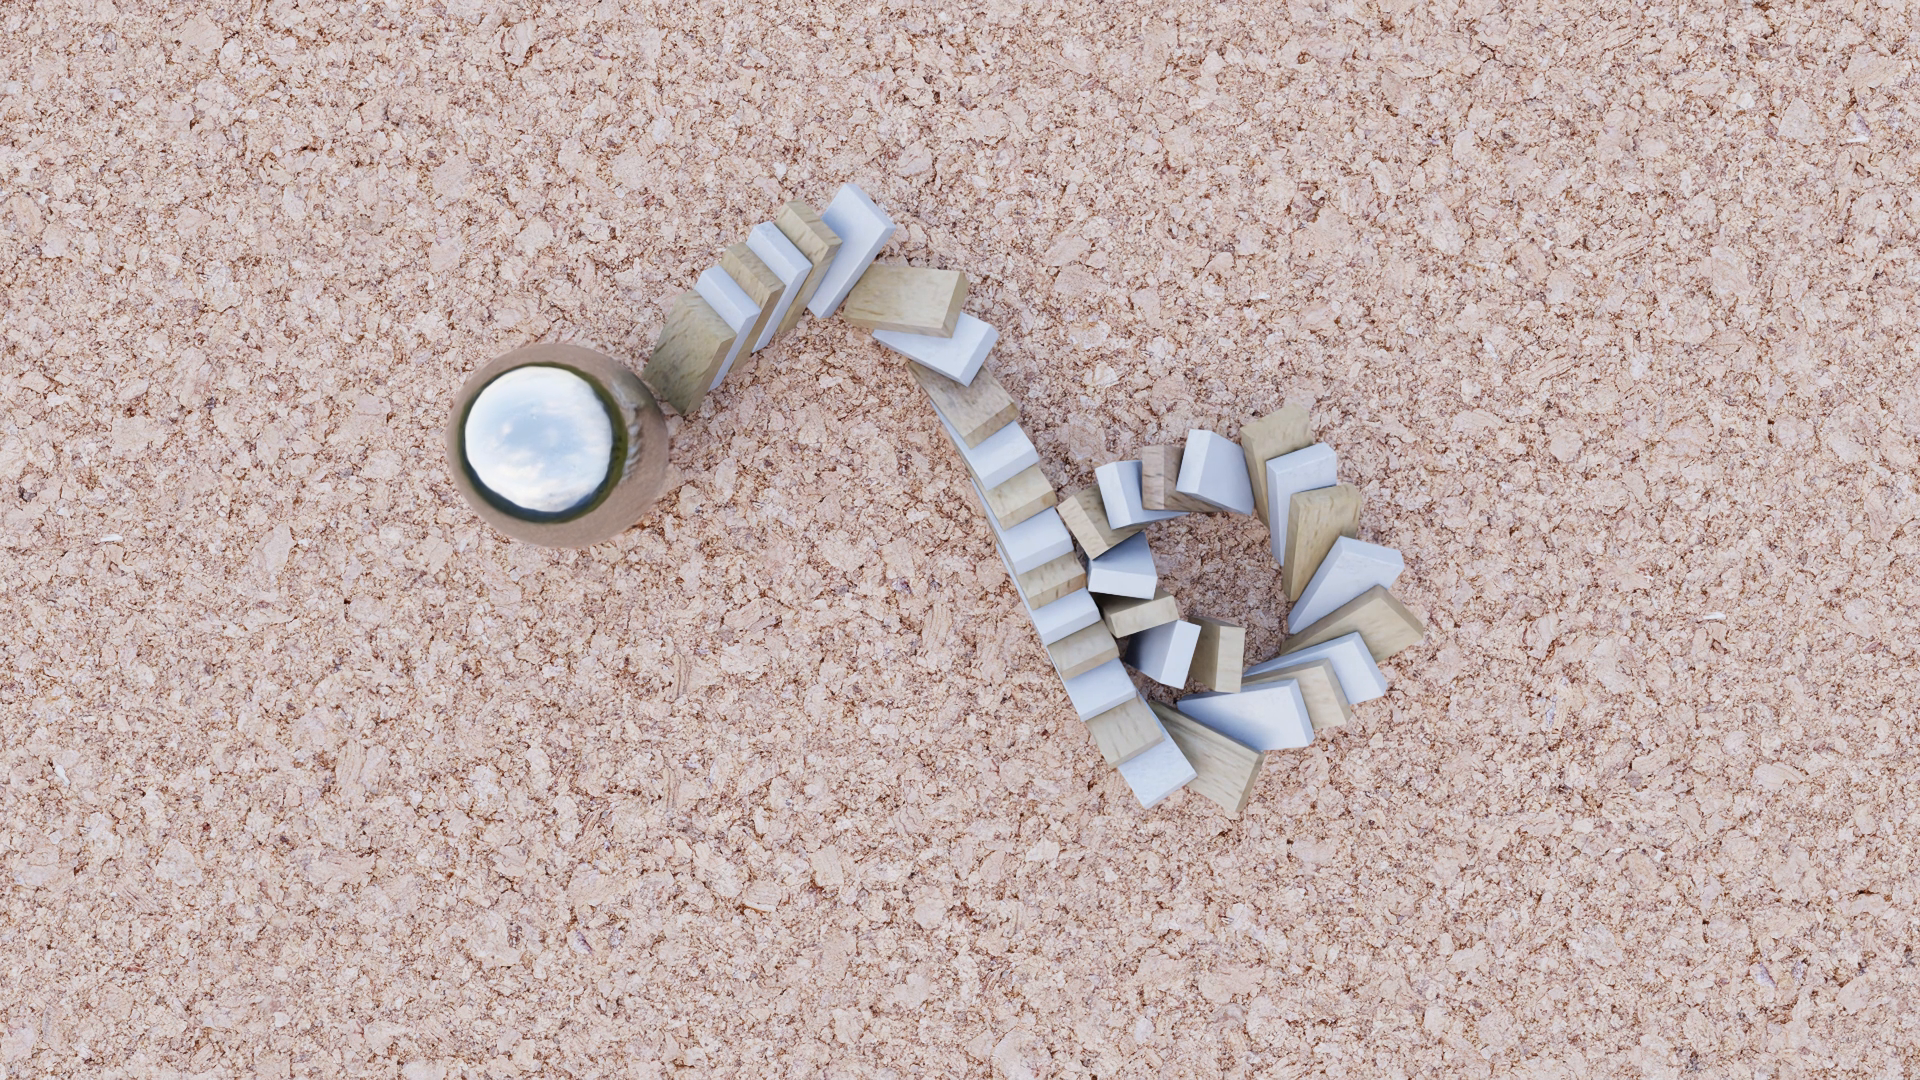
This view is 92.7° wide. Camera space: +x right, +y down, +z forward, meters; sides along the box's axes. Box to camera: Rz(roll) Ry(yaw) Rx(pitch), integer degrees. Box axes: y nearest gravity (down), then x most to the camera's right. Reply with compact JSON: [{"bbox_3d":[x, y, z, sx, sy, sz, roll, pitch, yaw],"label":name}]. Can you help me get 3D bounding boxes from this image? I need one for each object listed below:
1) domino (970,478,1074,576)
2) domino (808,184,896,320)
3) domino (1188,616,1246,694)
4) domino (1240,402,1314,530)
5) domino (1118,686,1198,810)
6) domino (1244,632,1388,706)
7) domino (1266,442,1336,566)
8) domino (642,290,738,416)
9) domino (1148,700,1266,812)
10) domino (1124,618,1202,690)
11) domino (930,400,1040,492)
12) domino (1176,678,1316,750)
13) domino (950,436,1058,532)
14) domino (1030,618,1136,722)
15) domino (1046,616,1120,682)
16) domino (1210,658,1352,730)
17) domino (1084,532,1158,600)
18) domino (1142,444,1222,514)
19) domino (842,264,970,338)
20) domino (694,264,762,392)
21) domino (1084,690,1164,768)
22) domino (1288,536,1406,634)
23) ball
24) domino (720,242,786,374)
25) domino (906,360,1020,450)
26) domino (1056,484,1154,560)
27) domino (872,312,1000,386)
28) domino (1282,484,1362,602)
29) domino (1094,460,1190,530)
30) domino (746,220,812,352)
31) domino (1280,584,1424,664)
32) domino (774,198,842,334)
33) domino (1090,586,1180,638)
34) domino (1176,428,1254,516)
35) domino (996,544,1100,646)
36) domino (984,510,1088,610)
[{"bbox_3d":[0.025,-0.011,0.381,0.025,0.009,0.050,-25,52,-1],"label":"domino"},{"bbox_3d":[-0.051,-0.120,0.383,0.025,0.010,0.050,48,119,4],"label":"domino"},{"bbox_3d":[0.103,0.046,0.375,0.009,0.050,0.025,5,90,0],"label":"domino"},{"bbox_3d":[0.134,-0.030,0.381,0.025,0.010,0.050,-26,126,0],"label":"domino"},{"bbox_3d":[0.073,0.083,0.383,0.025,0.009,0.050,-35,59,3],"label":"domino"},{"bbox_3d":[0.147,0.059,0.381,0.050,0.009,0.025,-29,90,39],"label":"domino"},{"bbox_3d":[0.142,-0.014,0.381,0.025,0.009,0.050,-19,128,0],"label":"domino"},{"bbox_3d":[-0.112,-0.076,0.379,0.025,0.009,0.050,46,135,0],"label":"domino"},{"bbox_3d":[0.098,0.089,0.380,0.050,0.009,0.025,24,95,38],"label":"domino"},{"bbox_3d":[0.082,0.043,0.375,0.010,0.050,0.025,16,90,-6],"label":"domino"},{"bbox_3d":[0.010,-0.046,0.382,0.025,0.009,0.050,-31,56,0],"label":"domino"},{"bbox_3d":[0.118,0.074,0.381,0.050,0.009,0.025,-18,90,39],"label":"domino"},{"bbox_3d":[0.018,-0.030,0.382,0.025,0.010,0.050,-29,55,0],"label":"domino"},{"bbox_3d":[0.051,0.048,0.383,0.025,0.009,0.050,-25,60,0],"label":"domino"},{"bbox_3d":[0.044,0.031,0.382,0.025,0.010,0.050,-25,54,0],"label":"domino"},{"bbox_3d":[0.133,0.067,0.381,0.050,0.010,0.025,-23,90,39],"label":"domino"},{"bbox_3d":[0.065,0.008,0.374,0.025,0.050,0.010,8,111,3],"label":"domino"},{"bbox_3d":[0.092,-0.024,0.378,0.009,0.050,0.025,0,90,42],"label":"domino"},{"bbox_3d":[-0.023,-0.100,0.383,0.050,0.009,0.025,14,83,28],"label":"domino"},{"bbox_3d":[-0.103,-0.086,0.379,0.025,0.010,0.050,47,135,-1],"label":"domino"},{"bbox_3d":[0.061,0.067,0.383,0.025,0.009,0.050,-29,60,3],"label":"domino"},{"bbox_3d":[0.159,0.022,0.379,0.025,0.010,0.050,14,133,0],"label":"domino"},{"bbox_3d":[-0.156,-0.037,0.360,0.080,0.080,0.080,0,90,0],"label":"ball"},{"bbox_3d":[-0.093,-0.095,0.379,0.025,0.009,0.050,46,135,1],"label":"domino"},{"bbox_3d":[0.001,-0.063,0.382,0.025,0.009,0.050,-35,57,0],"label":"domino"},{"bbox_3d":[0.062,-0.011,0.376,0.010,0.050,0.025,-38,81,37],"label":"domino"},{"bbox_3d":[-0.011,-0.086,0.384,0.050,0.009,0.025,31,90,29],"label":"domino"},{"bbox_3d":[0.150,0.002,0.381,0.025,0.010,0.050,-10,127,0],"label":"domino"},{"bbox_3d":[0.076,-0.020,0.377,0.009,0.050,0.025,-18,84,40],"label":"domino"},{"bbox_3d":[-0.082,-0.104,0.379,0.025,0.010,0.050,46,135,0],"label":"domino"},{"bbox_3d":[0.161,0.042,0.380,0.025,0.009,0.050,42,129,-5],"label":"domino"},{"bbox_3d":[-0.070,-0.112,0.379,0.025,0.010,0.050,45,132,1],"label":"domino"},{"bbox_3d":[0.070,0.027,0.375,0.025,0.050,0.009,-17,95,0],"label":"domino"},{"bbox_3d":[0.108,-0.027,0.378,0.009,0.050,0.025,13,90,43],"label":"domino"},{"bbox_3d":[0.036,0.017,0.381,0.025,0.010,0.050,-25,52,0],"label":"domino"},{"bbox_3d":[0.031,0.003,0.381,0.025,0.010,0.050,-25,52,-1],"label":"domino"}]
